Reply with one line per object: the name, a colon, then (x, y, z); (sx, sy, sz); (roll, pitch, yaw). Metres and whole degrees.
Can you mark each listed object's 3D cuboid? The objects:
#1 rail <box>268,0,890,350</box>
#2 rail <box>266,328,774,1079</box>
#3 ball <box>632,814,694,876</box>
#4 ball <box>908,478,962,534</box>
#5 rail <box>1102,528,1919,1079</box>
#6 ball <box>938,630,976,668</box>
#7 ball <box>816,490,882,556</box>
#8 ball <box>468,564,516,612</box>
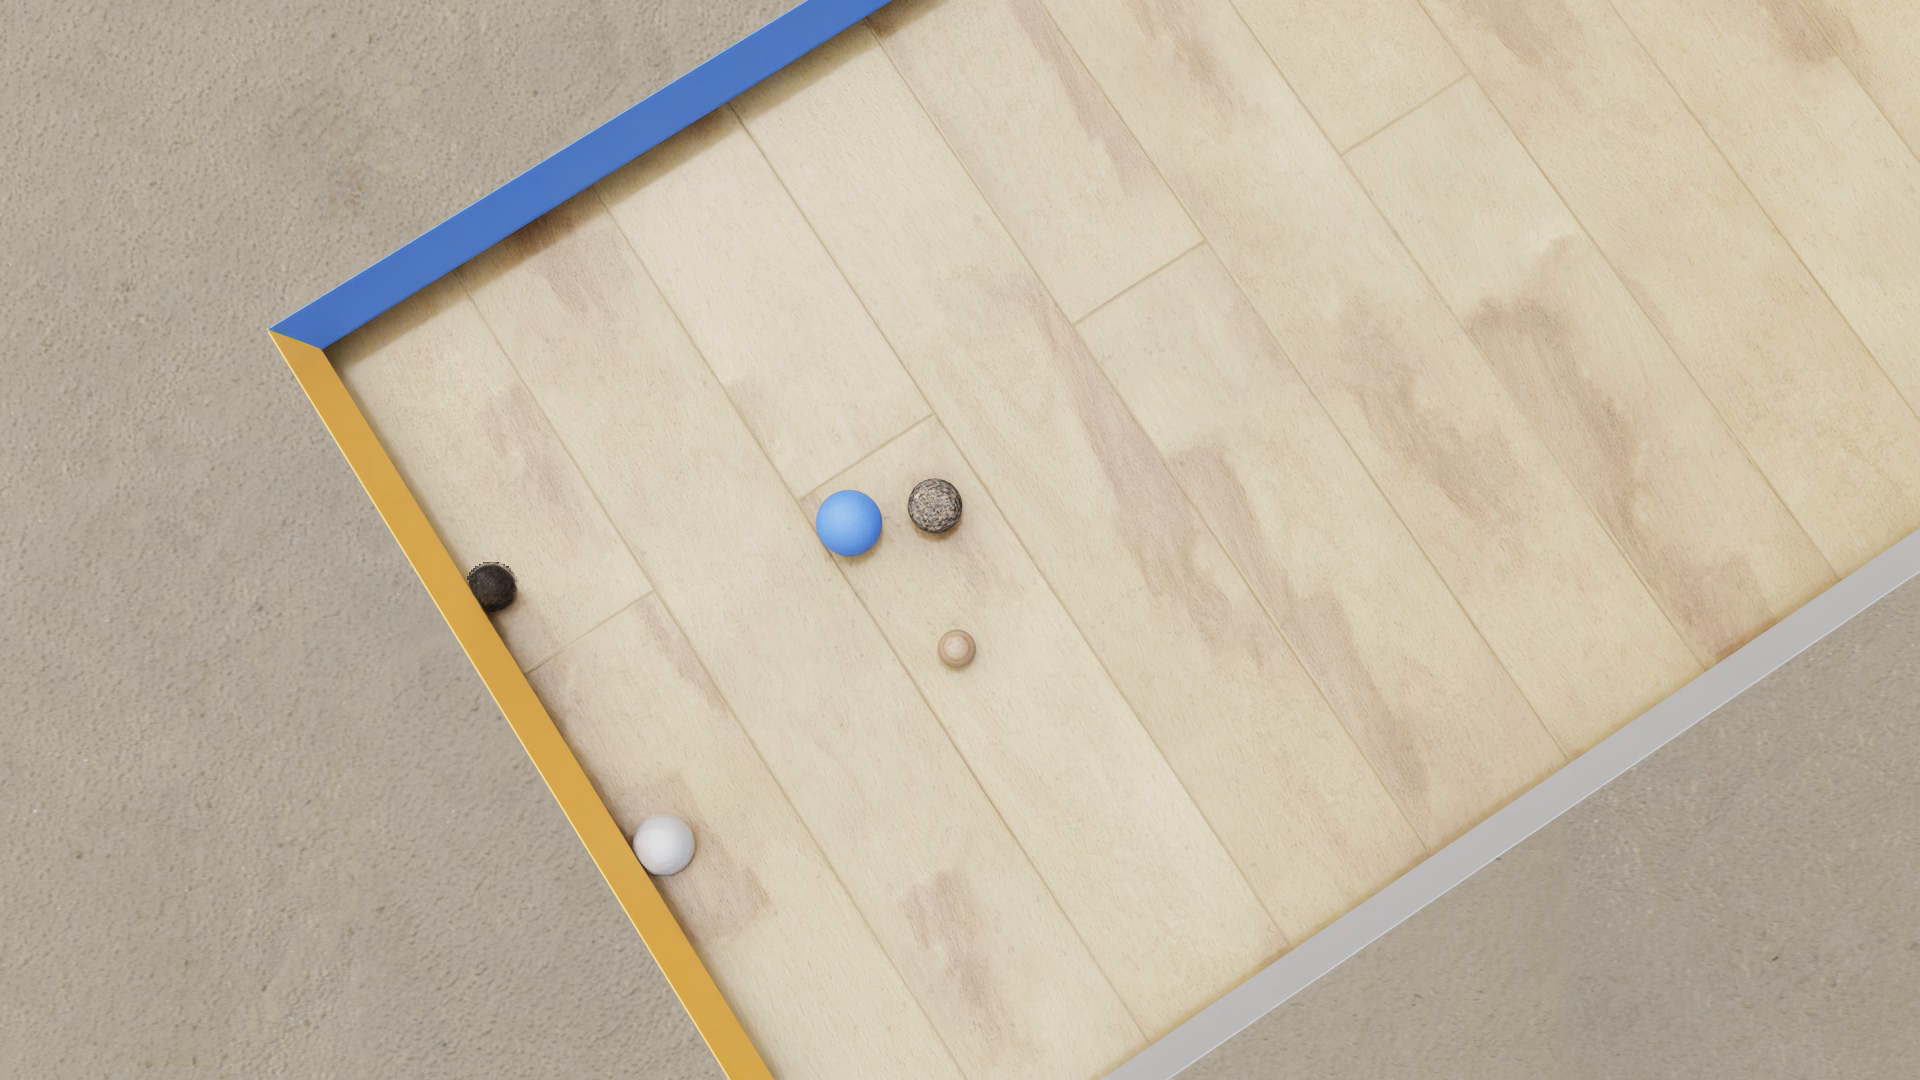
rail: (0.153, -1.025, 3.426); (2.773, 0.128, 0.045); (-33, 82, -5)
rail: (-0.561, 0.356, 3.189); (0.045, 0.128, 1.618); (-33, 82, -5)
ball: (-0.431, 0.442, 3.196); (0.089, 0.089, 0.089); (0, 80, 0)
ball: (-0.037, -0.051, 3.284); (0.082, 0.082, 0.082); (0, 80, 0)
rail: (1.009, 0.272, 3.204); (2.773, 0.128, 0.045); (-33, 82, -5)
ball: (-0.005, 0.161, 3.260); (0.058, 0.058, 0.058); (0, 80, 0)
ball: (-0.165, -0.025, 3.271); (0.099, 0.099, 0.099); (0, 80, 0)
ball: (-0.696, 0.071, 3.268); (0.071, 0.071, 0.071); (0, 80, 0)
